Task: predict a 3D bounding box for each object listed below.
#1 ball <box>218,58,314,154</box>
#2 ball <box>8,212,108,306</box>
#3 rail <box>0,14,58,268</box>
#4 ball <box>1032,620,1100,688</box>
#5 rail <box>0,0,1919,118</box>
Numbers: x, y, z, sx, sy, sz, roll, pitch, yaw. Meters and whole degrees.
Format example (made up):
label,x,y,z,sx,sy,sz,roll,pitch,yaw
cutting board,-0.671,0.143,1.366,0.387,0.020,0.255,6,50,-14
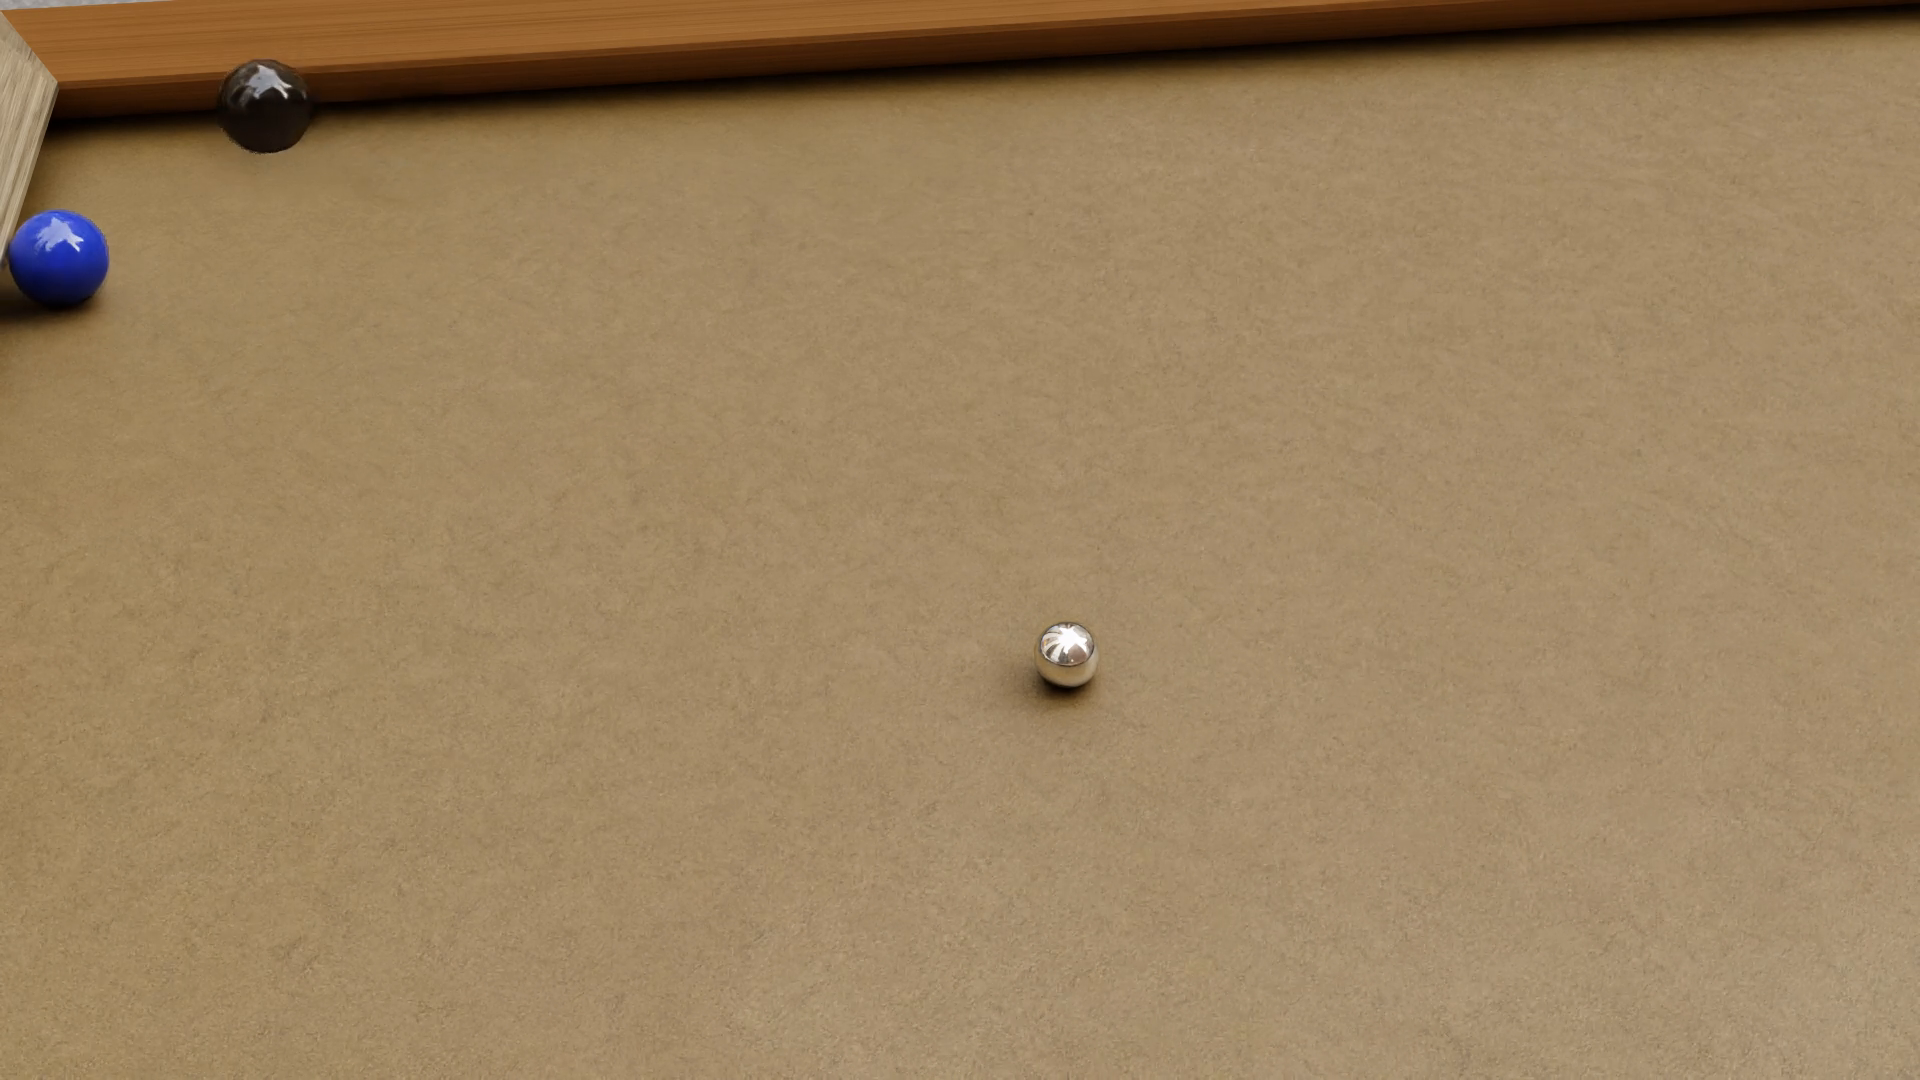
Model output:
label,x,y,z,sx,sy,sz,roll,pitch,yaw
ball,-0.584,-0.365,2.158,0.078,0.078,0.078,0,36,0
ball,-0.687,-0.214,1.954,0.072,0.072,0.072,0,36,0
rail,-0.678,0.042,1.574,0.045,0.102,1.550,-5,36,-7
ball,0.066,0.071,1.586,0.042,0.042,0.042,0,36,0
rail,0.594,-0.510,2.338,2.833,0.102,0.045,-5,36,-7
